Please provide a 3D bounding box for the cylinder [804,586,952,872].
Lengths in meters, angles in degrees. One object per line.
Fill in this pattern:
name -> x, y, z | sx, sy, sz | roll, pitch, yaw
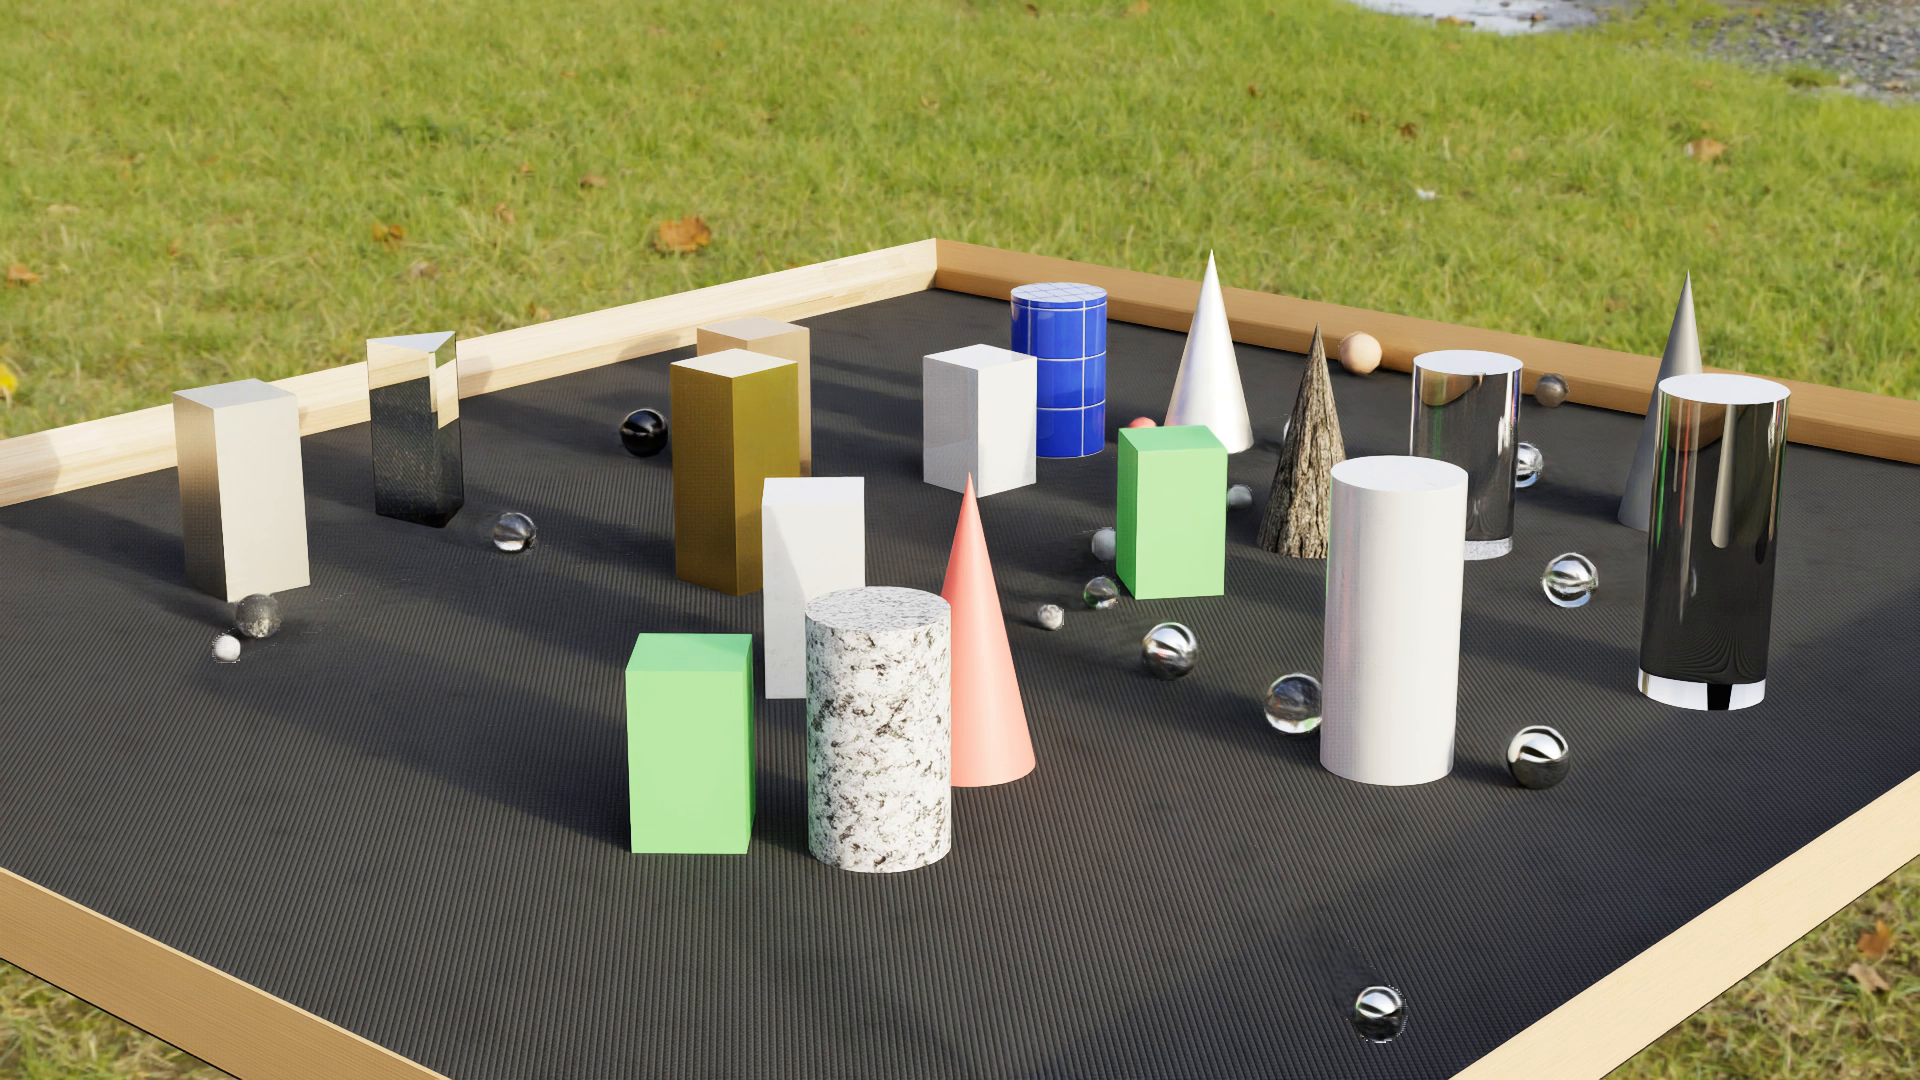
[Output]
cylinder -> -0.111, 0.257, 4.005 | 0.197, 0.343, 0.197 | 0, 17, 0

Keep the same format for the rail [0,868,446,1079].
rail -> -1.250, 0.447, 3.742 | 3.521, 0.128, 0.045 | 14, 22, 39

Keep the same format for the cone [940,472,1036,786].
cone -> 0.014, 0.115, 4.292 | 0.197, 0.448, 0.197 | 0, 17, 0

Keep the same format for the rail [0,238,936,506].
rail -> -1.311, -0.297, 6.210 | 0.045, 0.128, 3.860 | 14, 22, 39

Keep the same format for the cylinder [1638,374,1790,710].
cylinder -> 1.179, 0.002, 4.594 | 0.197, 0.492, 0.197 | 0, 17, 0

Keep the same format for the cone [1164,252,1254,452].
cone -> 0.516, -0.402, 6.075 | 0.197, 0.409, 0.197 | 0, 17, 0

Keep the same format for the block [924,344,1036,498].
block -> 0.039, -0.237, 5.795 | 0.158, 0.256, 0.158 | -15, 22, -41

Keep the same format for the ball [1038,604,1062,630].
ball -> 0.152, 0.130, 4.947 | 0.043, 0.043, 0.043 | 0, 17, 0

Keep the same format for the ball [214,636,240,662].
ball -> -1.197, 0.178, 4.786 | 0.044, 0.044, 0.044 | 0, 17, 0

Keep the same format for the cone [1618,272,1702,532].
cone -> 1.351, -0.271, 5.507 | 0.197, 0.487, 0.197 | 0, 17, 0

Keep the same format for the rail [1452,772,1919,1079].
rail -> 1.311, 0.361, 4.030 | 0.045, 0.128, 3.860 | 14, 22, 39

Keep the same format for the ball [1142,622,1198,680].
ball -> 0.337, 0.178, 4.703 | 0.092, 0.092, 0.092 | 0, 17, 0

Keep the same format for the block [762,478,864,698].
block -> -0.230, 0.075, 4.654 | 0.158, 0.317, 0.158 | -1, 17, -2

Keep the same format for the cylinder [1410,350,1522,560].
cylinder -> 0.923, -0.157, 5.375 | 0.197, 0.346, 0.197 | 0, 17, 0

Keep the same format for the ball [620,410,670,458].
ball -> -0.646, -0.219, 6.007 | 0.099, 0.099, 0.099 | 0, 17, 0

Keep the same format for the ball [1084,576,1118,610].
ball -> 0.242, 0.092, 5.044 | 0.059, 0.059, 0.059 | 0, 17, 0

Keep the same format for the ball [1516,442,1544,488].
ball -> 1.106, -0.148, 5.790 | 0.089, 0.089, 0.089 | 0, 17, 0

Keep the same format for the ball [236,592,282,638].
ball -> -1.173, 0.126, 4.902 | 0.076, 0.076, 0.076 | 0, 17, 0

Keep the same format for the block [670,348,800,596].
block -> -0.394, -0.121, 5.171 | 0.158, 0.393, 0.158 | 15, 22, 40

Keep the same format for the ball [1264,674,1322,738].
ball -> 0.507, 0.249, 4.417 | 0.098, 0.098, 0.098 | 0, 17, 0

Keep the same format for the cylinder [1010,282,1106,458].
cylinder -> 0.203, -0.352, 6.054 | 0.197, 0.326, 0.197 | 0, 17, 0

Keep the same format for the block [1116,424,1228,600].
block -> 0.371, -0.050, 5.157 | 0.158, 0.267, 0.158 | -3, 17, -9

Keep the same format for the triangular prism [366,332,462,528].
triangular prism -> -1.006, -0.217, 5.581 | 0.171, 0.341, 0.148 | 11, 20, 33

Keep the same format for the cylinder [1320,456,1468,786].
cylinder -> 0.634, 0.116, 4.297 | 0.197, 0.444, 0.197 | 0, 17, 0

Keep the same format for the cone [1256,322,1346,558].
cone -> 0.649, -0.197, 5.375 | 0.197, 0.422, 0.197 | 0, 17, 0

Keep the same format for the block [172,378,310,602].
block -> -1.262, -0.089, 5.147 | 0.158, 0.346, 0.158 | -14, 22, -38

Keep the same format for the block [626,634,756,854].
block -> -0.371, 0.281, 4.062 | 0.158, 0.265, 0.158 | 0, 17, 1

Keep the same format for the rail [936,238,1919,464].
rail -> 1.250, -0.383, 6.498 | 3.521, 0.128, 0.045 | 14, 22, 39

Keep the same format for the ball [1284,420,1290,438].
ball -> 0.709, -0.220, 6.036 | 0.083, 0.083, 0.083 | 0, 17, 0

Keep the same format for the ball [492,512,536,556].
ball -> -0.813, -0.011, 5.352 | 0.079, 0.079, 0.079 | 0, 17, 0

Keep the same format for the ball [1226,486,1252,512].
ball -> 0.535, -0.079, 5.629 | 0.050, 0.050, 0.050 | 0, 17, 0

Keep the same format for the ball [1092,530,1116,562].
ball -> 0.267, 0.009, 5.321 | 0.057, 0.057, 0.057 | 0, 17, 0

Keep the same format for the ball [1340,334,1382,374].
ball -> 0.915, -0.425, 6.695 | 0.096, 0.096, 0.096 | 0, 17, 0

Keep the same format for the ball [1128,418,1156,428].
ball -> 0.380, -0.224, 6.085 | 0.063, 0.063, 0.063 | 0, 17, 0

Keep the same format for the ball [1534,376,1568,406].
ball -> 1.292, -0.326, 6.412 | 0.070, 0.070, 0.070 | 0, 17, 0

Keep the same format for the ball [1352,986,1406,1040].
ball -> 0.497, 0.561, 3.480 | 0.064, 0.064, 0.064 | 0, 17, 0

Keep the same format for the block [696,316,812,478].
block -> -0.409, -0.273, 5.830 | 0.158, 0.304, 0.158 | -15, 23, -41

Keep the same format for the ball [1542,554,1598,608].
ball -> 1.053, 0.070, 5.056 | 0.095, 0.095, 0.095 | 0, 17, 0

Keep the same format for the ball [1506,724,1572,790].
ball -> 0.839, 0.314, 4.248 | 0.093, 0.093, 0.093 | 0, 17, 0
